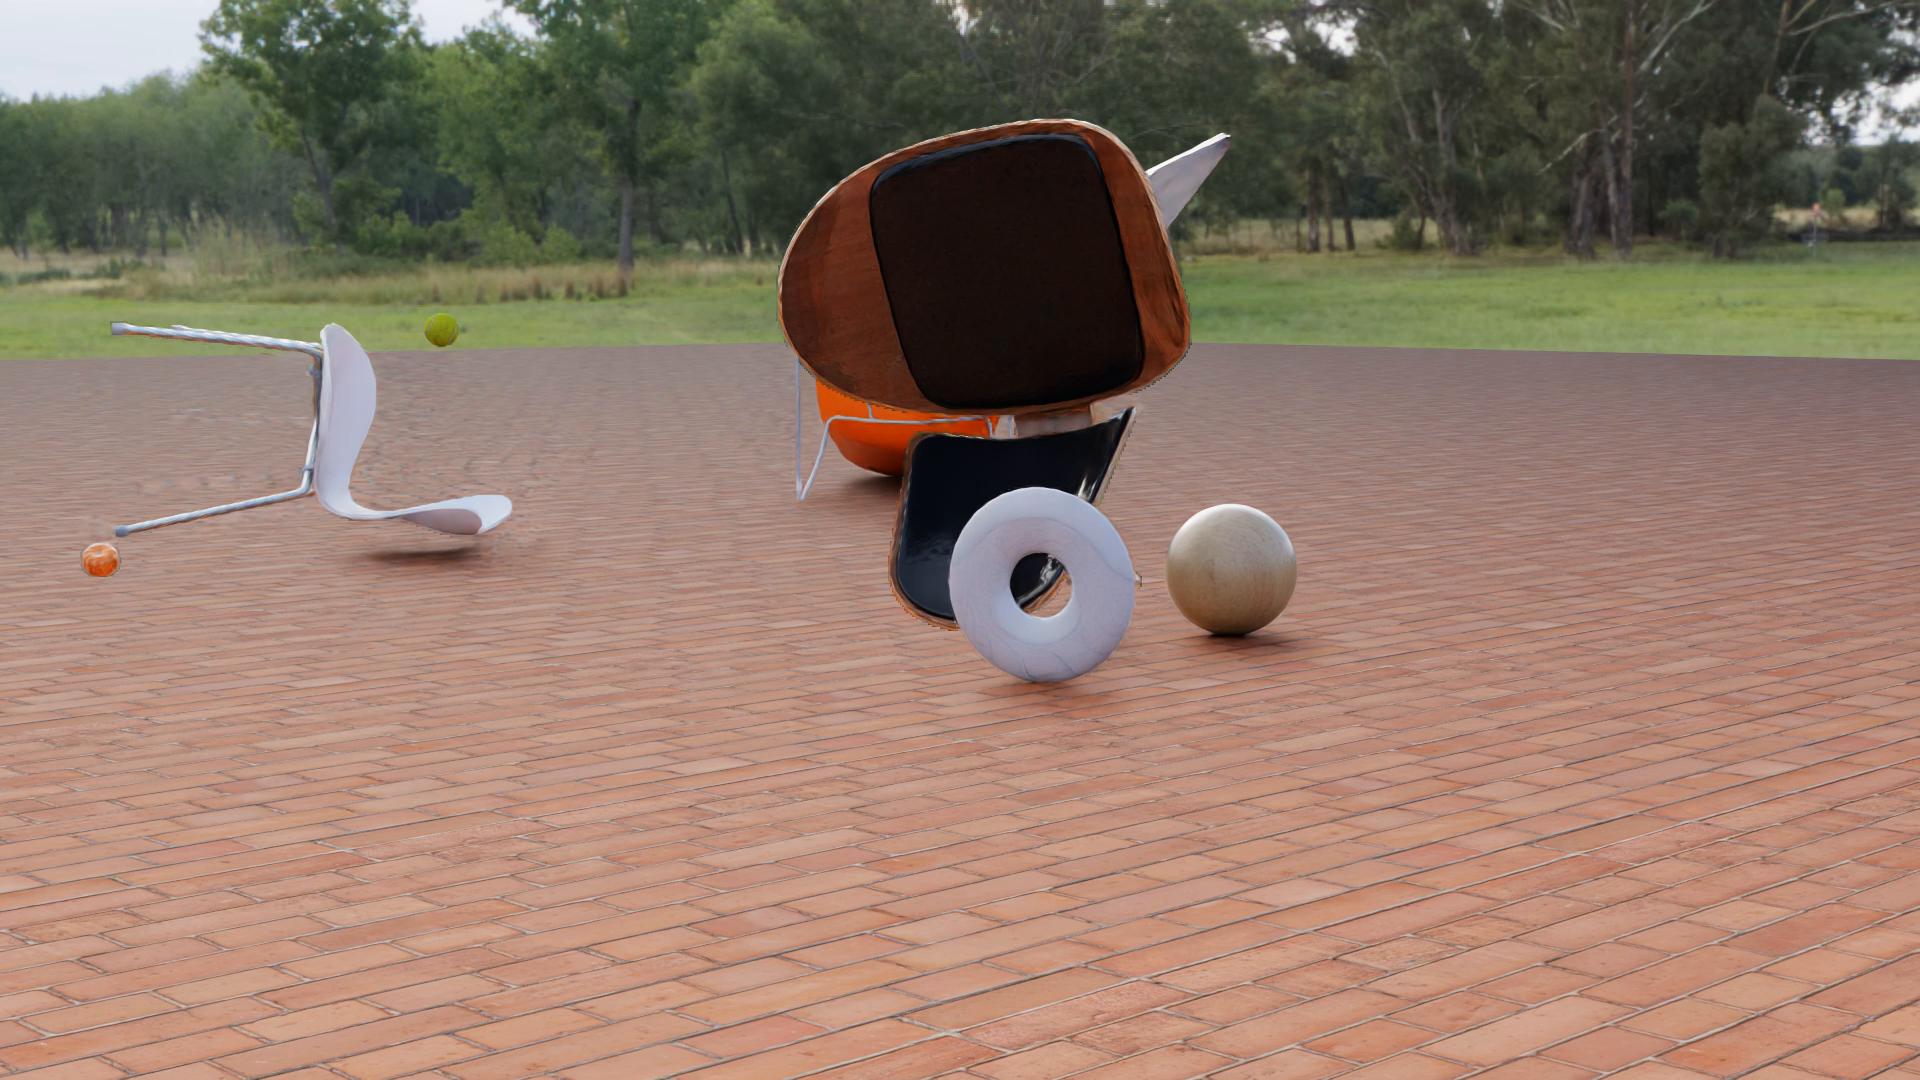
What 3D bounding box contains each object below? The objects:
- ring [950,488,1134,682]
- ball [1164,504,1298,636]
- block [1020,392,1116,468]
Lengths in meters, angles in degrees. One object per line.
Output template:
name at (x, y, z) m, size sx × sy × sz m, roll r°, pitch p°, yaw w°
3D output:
ring at (0.131, 0.073, 4.153) m, size 0.315 × 0.322 × 0.045 m, roll -36°, pitch -7°, yaw 20°
ball at (0.497, 0.055, 4.702) m, size 0.242 × 0.242 × 0.242 m, roll 0°, pitch 6°, yaw 0°
block at (0.364, -0.370, 8.711) m, size 0.236 × 0.185 × 0.204 m, roll 15°, pitch -9°, yaw -20°
